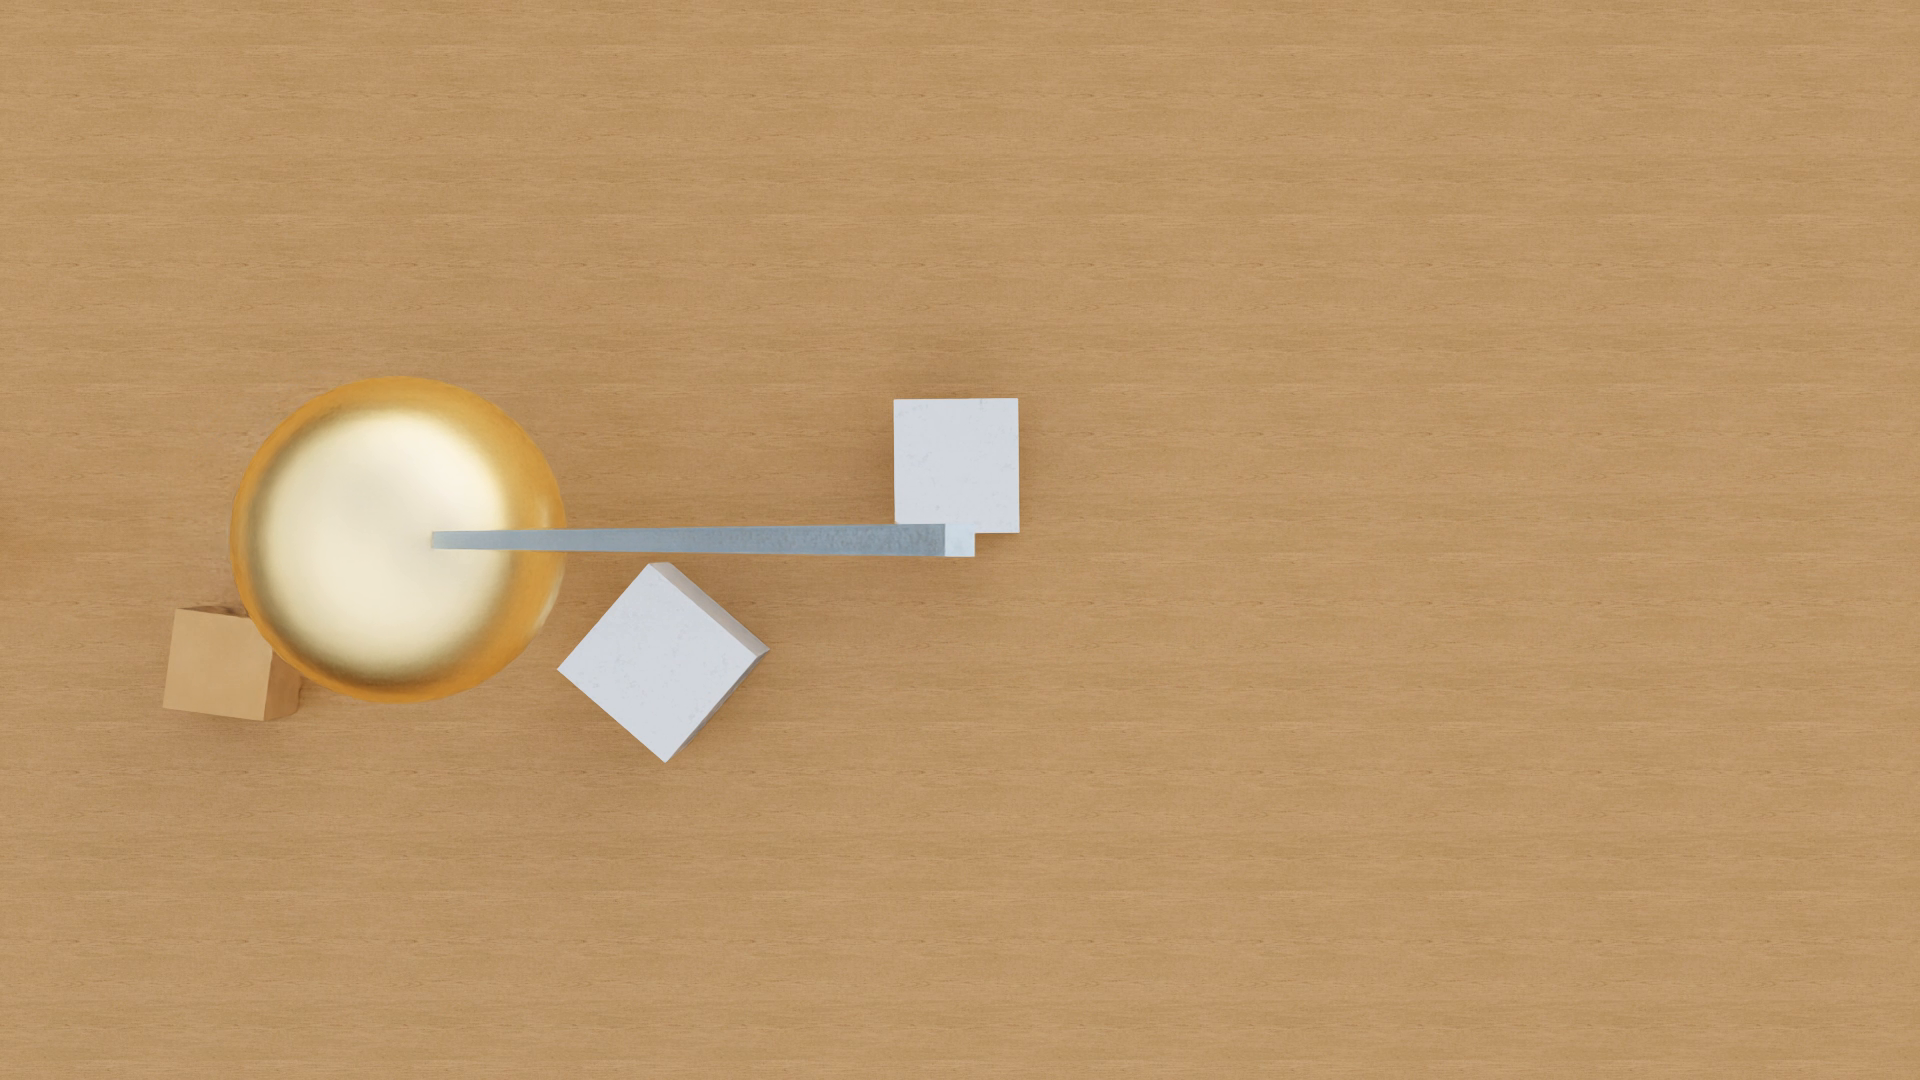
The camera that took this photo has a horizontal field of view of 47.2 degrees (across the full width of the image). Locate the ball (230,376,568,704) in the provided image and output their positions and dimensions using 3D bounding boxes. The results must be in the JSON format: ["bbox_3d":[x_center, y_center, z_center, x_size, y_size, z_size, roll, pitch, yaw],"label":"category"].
[{"bbox_3d":[-2.719,0.000,10.717,1.600,1.600,1.600,0,90,0],"label":"ball"}]

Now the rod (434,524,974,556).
[{"bbox_3d":[-1.178,0.000,7.686,0.080,5.200,0.080,0,90,-27],"label":"rod"}]

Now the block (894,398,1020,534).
[{"bbox_3d":[-0.020,-0.415,12.669,0.697,0.662,0.753,-1,90,0],"label":"block"}]

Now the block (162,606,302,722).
[{"bbox_3d":[-4.170,0.703,12.691,0.572,0.619,0.564,8,90,0],"label":"block"}]

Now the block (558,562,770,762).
[{"bbox_3d":[-1.672,0.680,12.569,0.790,0.862,0.773,41,90,0],"label":"block"}]
